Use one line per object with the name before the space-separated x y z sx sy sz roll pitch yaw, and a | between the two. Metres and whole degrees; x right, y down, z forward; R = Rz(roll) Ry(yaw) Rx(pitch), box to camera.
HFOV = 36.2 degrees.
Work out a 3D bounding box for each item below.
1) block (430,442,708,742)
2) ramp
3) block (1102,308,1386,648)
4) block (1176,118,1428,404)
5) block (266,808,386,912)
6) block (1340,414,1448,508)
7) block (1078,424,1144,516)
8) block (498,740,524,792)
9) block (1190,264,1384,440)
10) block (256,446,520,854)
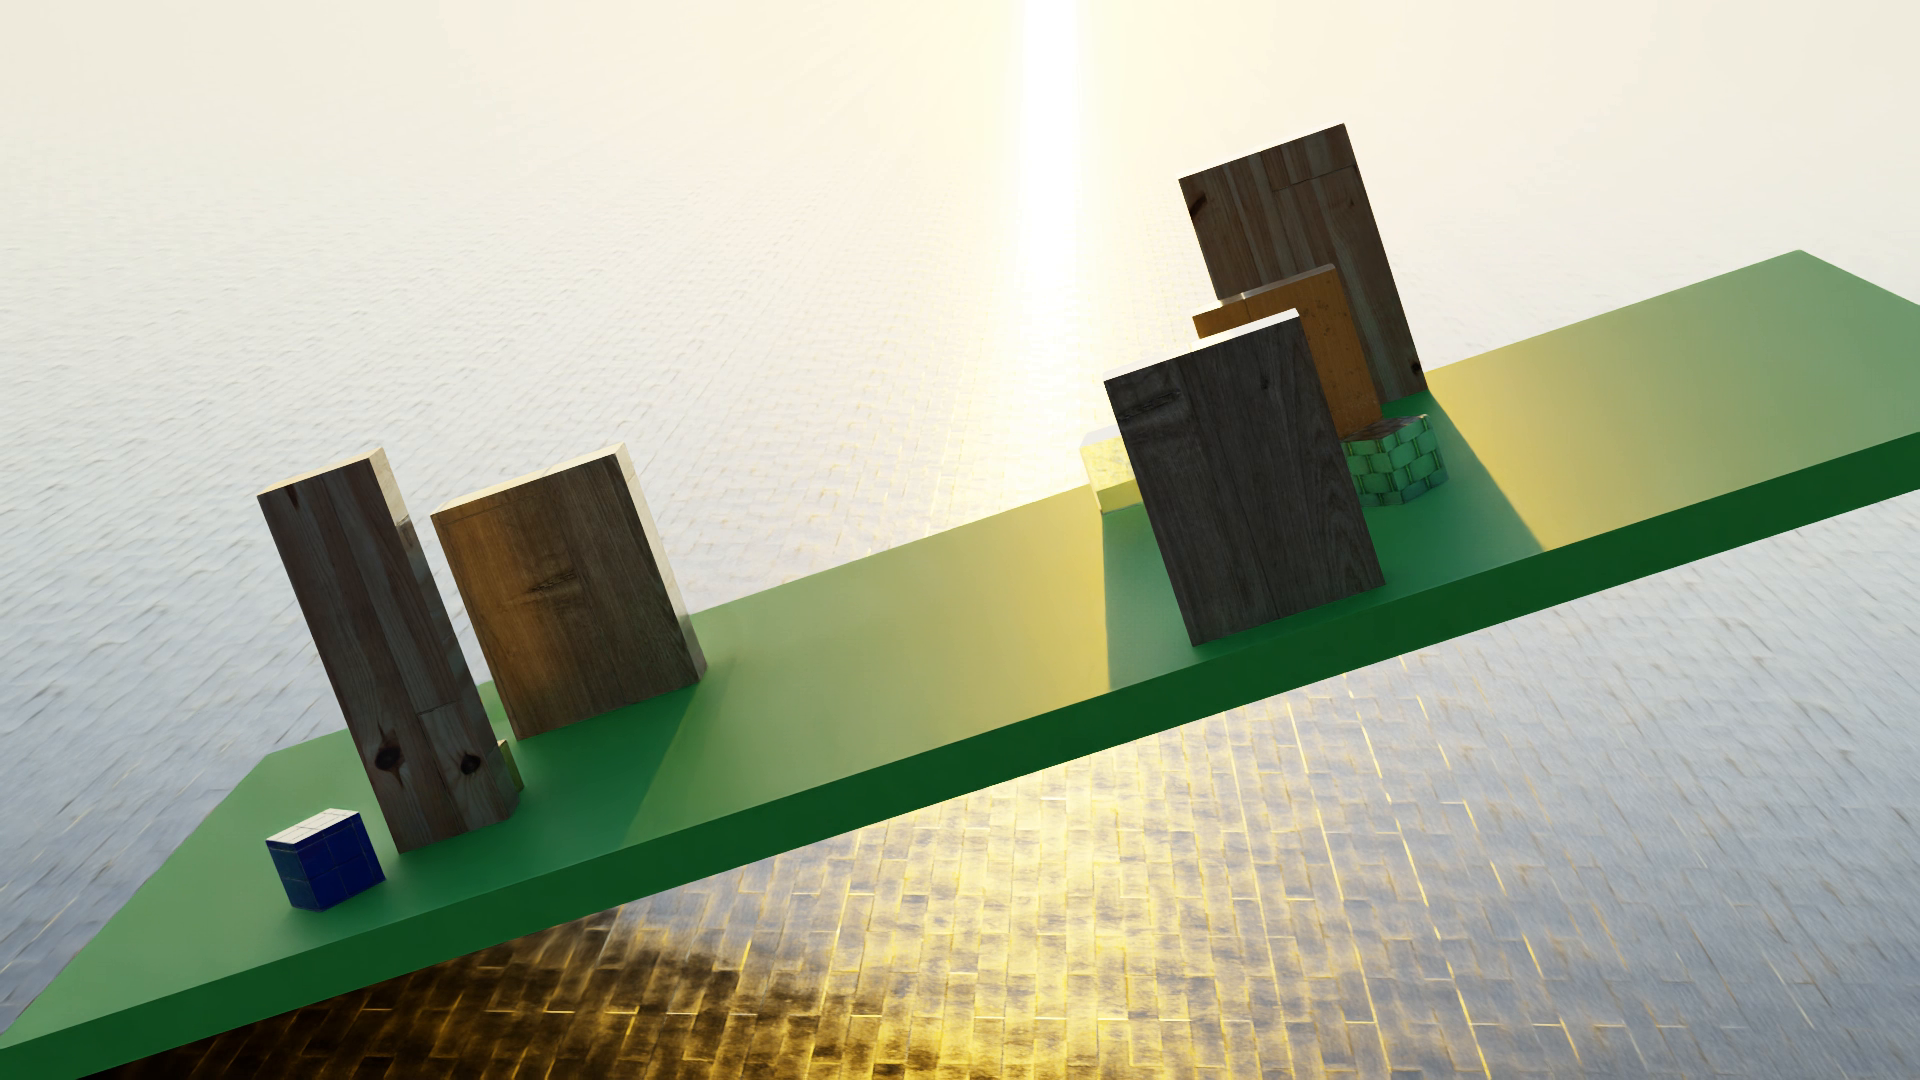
block | -0.873 0.116 6.595 0.440 0.547 0.137 -18 11 6
ramp | 0.108 0.180 6.304 4.000 0.100 2.000 -18 11 6
block | 0.519 -0.113 5.382 0.370 0.521 0.101 -18 11 6
block | 0.810 -0.613 6.970 0.407 0.662 0.125 -18 11 6
block | -1.248 0.629 5.781 0.147 0.147 0.147 -26 13 -32
block | 0.880 -0.160 6.001 0.142 0.142 0.142 -27 13 -34
block | 0.392 -0.178 6.860 0.169 0.169 0.169 -17 11 13
block | -0.988 0.494 6.096 0.109 0.109 0.109 -16 11 15
block | 0.706 -0.310 6.190 0.313 0.461 0.094 -18 11 6
block | -1.145 0.224 5.915 0.240 0.780 0.120 -18 11 6
